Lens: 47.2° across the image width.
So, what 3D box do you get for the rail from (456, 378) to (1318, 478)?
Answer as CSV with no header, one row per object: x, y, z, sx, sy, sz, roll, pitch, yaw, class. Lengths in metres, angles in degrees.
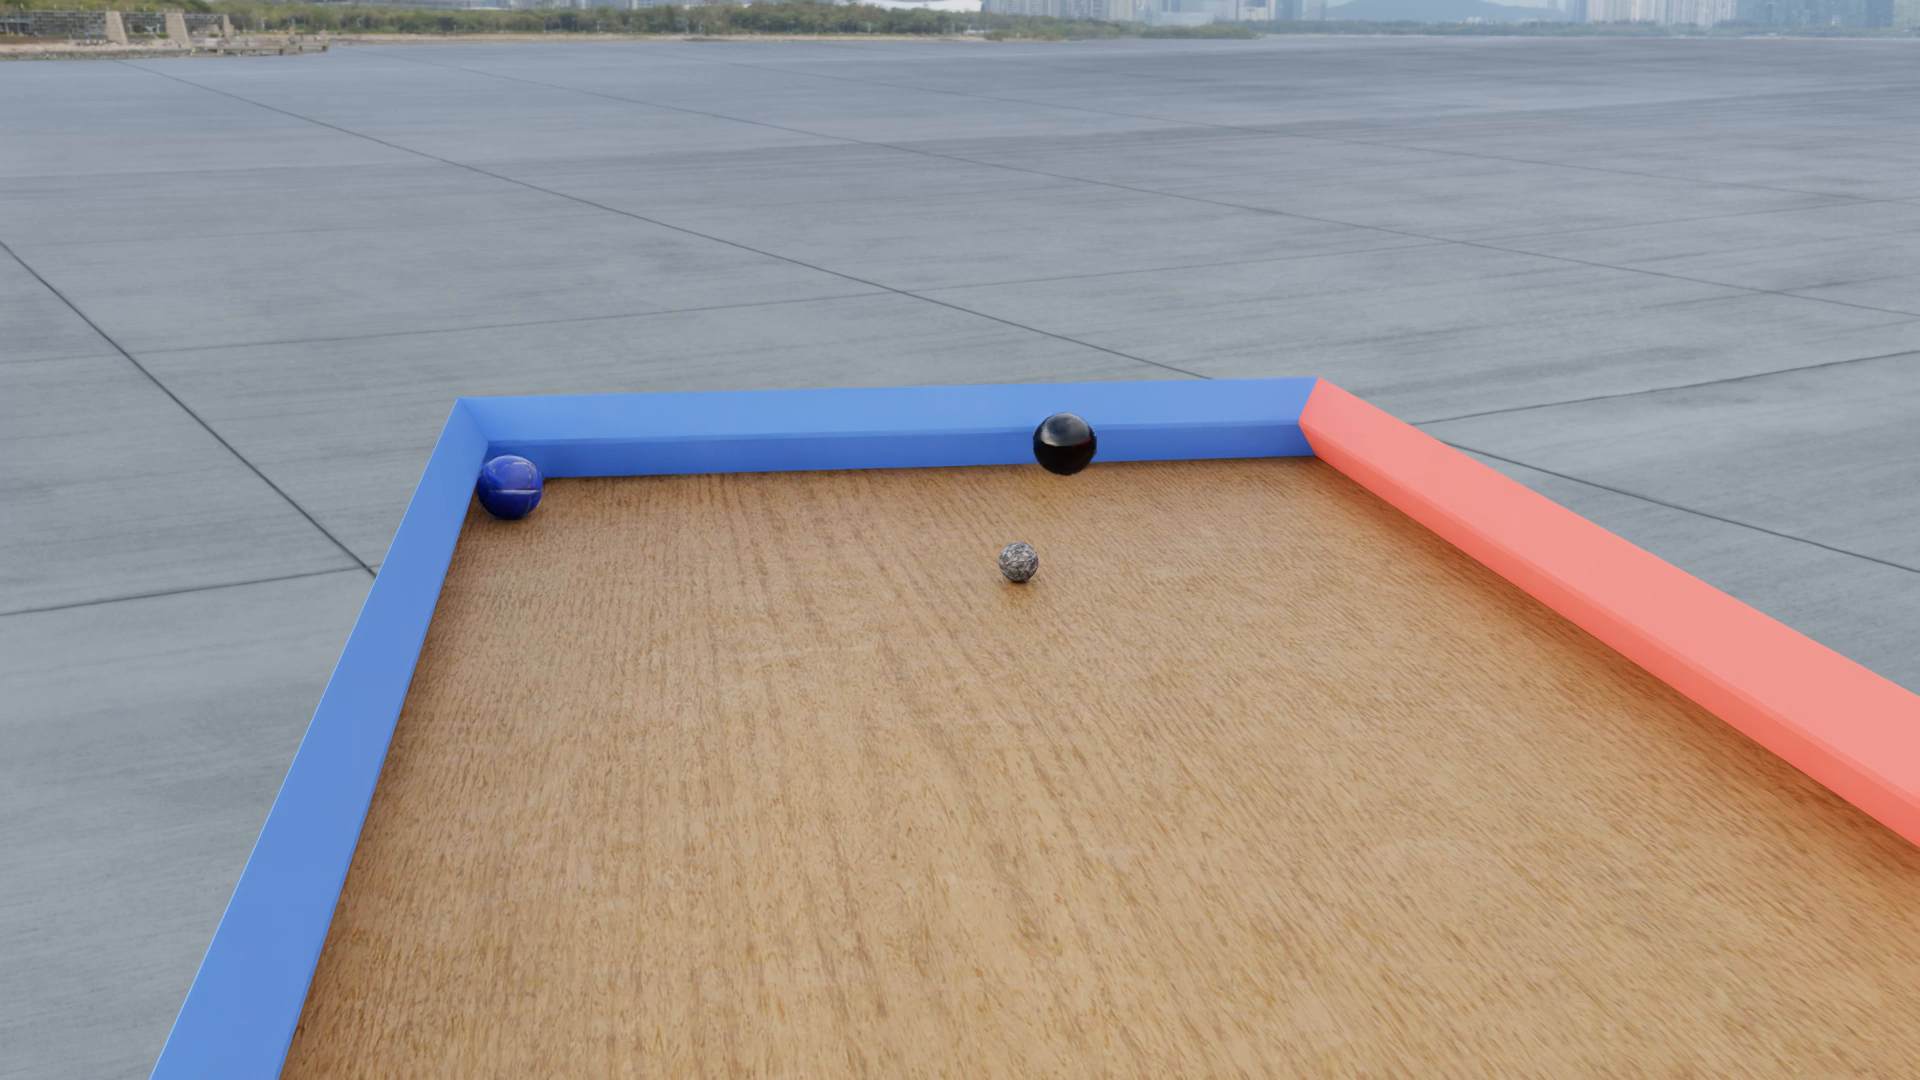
-0.088,-0.168,3.360,1.330,0.124,0.045,-2,14,-8,rail

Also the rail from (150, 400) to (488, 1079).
-0.543,0.143,2.064,0.045,0.124,2.556,-2,14,-8,rail

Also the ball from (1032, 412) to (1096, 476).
0.158,-0.146,3.331,0.095,0.095,0.095,0,14,0,ball

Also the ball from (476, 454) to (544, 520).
-0.621,-0.072,3.037,0.091,0.091,0.091,0,14,0,ball

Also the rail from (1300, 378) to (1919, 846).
0.726,0.100,2.243,0.045,0.124,2.556,-2,14,-8,rail

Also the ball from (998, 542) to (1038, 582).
0.072,0.027,2.711,0.050,0.050,0.050,0,14,0,ball
